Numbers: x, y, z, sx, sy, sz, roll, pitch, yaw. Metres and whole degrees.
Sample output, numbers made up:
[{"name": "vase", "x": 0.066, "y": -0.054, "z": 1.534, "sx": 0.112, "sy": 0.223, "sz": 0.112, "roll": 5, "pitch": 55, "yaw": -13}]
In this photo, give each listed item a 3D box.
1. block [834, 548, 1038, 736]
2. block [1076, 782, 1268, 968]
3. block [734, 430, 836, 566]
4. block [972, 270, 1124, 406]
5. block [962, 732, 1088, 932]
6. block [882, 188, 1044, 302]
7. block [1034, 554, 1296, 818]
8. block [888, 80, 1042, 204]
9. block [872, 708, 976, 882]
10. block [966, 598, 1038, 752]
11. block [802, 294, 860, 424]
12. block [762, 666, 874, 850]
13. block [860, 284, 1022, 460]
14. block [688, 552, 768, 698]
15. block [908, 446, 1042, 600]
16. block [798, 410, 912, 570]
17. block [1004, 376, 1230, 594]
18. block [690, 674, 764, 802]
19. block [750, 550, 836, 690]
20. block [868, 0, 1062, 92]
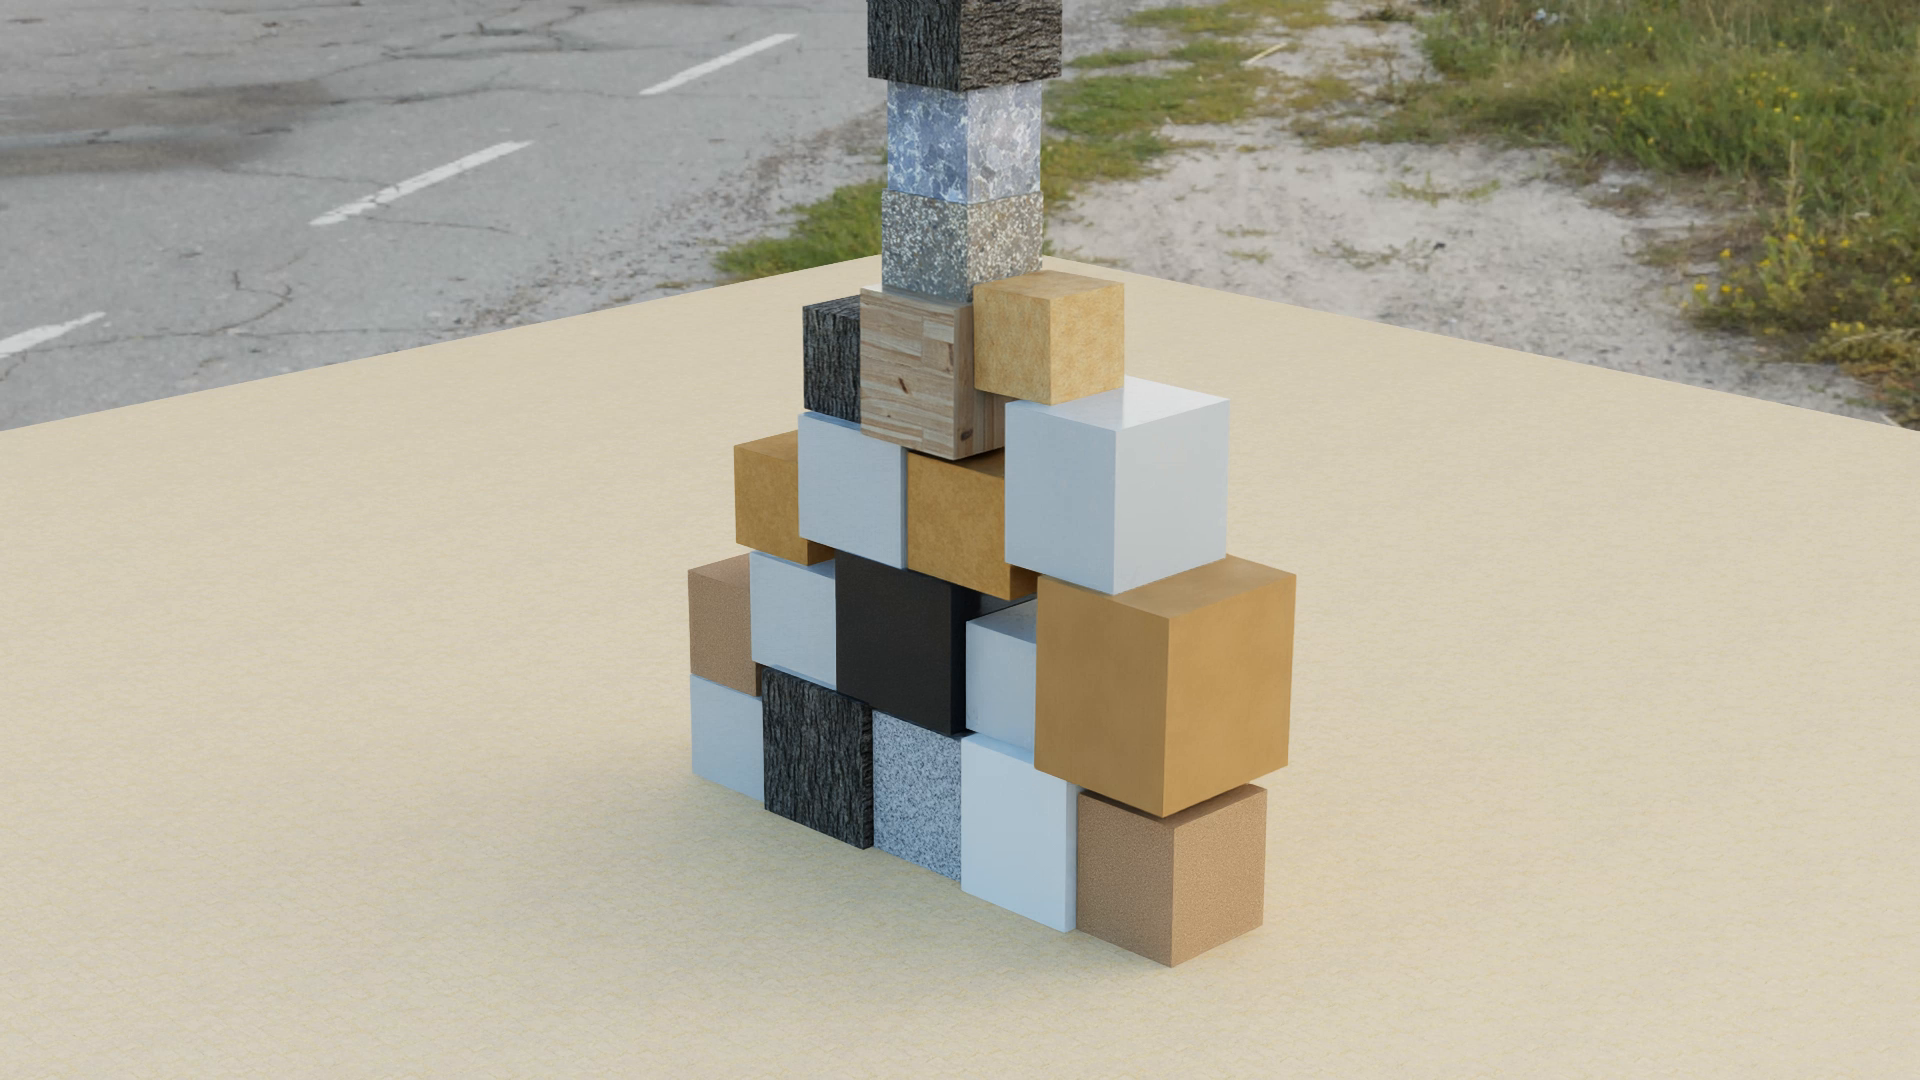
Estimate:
[{"name": "block", "x": -0.061, "y": 0.385, "z": 13.534, "sx": 0.699, "sy": 0.706, "sz": 0.755, "roll": -17, "pitch": 24, "yaw": -42}, {"name": "block", "x": 0.924, "y": 1.398, "z": 12.821, "sx": 0.615, "sy": 0.645, "sz": 0.552, "roll": -17, "pitch": 24, "yaw": -42}, {"name": "block", "x": -0.693, "y": -0.223, "z": 14.014, "sx": 0.570, "sy": 0.485, "sz": 0.511, "roll": -17, "pitch": 24, "yaw": -42}, {"name": "block", "x": 0.384, "y": -0.879, "z": 12.641, "sx": 0.464, "sy": 0.453, "sz": 0.456, "roll": -17, "pitch": 23, "yaw": -42}, {"name": "block", "x": 0.478, "y": 1.231, "z": 13.200, "sx": 0.694, "sy": 0.736, "sz": 0.641, "roll": -17, "pitch": 24, "yaw": -42}, {"name": "block", "x": 0.009, "y": -1.332, "z": 12.915, "sx": 0.469, "sy": 0.423, "sz": 0.533, "roll": -17, "pitch": 24, "yaw": -42}, {"name": "block", "x": 0.880, "y": 0.570, "z": 12.620, "sx": 0.825, "sy": 0.880, "sz": 0.741, "roll": -17, "pitch": 25, "yaw": -42}, {"name": "block", "x": 0.018, "y": -1.771, "z": 12.783, "sx": 0.451, "sy": 0.494, "sz": 0.493, "roll": -17, "pitch": 24, "yaw": -42}, {"name": "block", "x": 0.035, "y": 1.114, "z": 13.654, "sx": 0.617, "sy": 0.687, "sz": 0.627, "roll": -17, "pitch": 24, "yaw": -42}, {"name": "block", "x": 0.414, "y": 0.605, "z": 13.122, "sx": 0.547, "sy": 0.506, "sz": 0.549, "roll": -17, "pitch": 24, "yaw": -42}, {"name": "block", "x": -0.357, "y": -0.840, "z": 13.479, "sx": 0.527, "sy": 0.482, "sz": 0.501, "roll": -17, "pitch": 24, "yaw": -42}, {"name": "block", "x": -0.440, "y": 0.955, "z": 14.101, "sx": 0.735, "sy": 0.723, "sz": 0.697, "roll": -17, "pitch": 24, "yaw": -42}, {"name": "block", "x": 0.010, "y": -0.802, "z": 13.053, "sx": 0.690, "sy": 0.671, "sz": 0.587, "roll": -17, "pitch": 24, "yaw": -42}, {"name": "block", "x": -0.953, "y": 0.392, "z": 14.466, "sx": 0.587, "sy": 0.535, "sz": 0.491, "roll": -17, "pitch": 24, "yaw": -42}, {"name": "block", "x": 0.202, "y": -0.126, "z": 13.083, "sx": 0.596, "sy": 0.543, "sz": 0.639, "roll": -17, "pitch": 24, "yaw": -42}, {"name": "block", "x": -0.273, "y": -0.292, "z": 13.526, "sx": 0.655, "sy": 0.589, "sz": 0.681, "roll": -17, "pitch": 24, "yaw": -42}, {"name": "block", "x": 0.672, "y": -0.252, "z": 12.573, "sx": 0.725, "sy": 0.707, "sz": 0.632, "roll": -17, "pitch": 24, "yaw": -42}, {"name": "block", "x": -0.905, "y": 0.912, "z": 14.574, "sx": 0.621, "sy": 0.521, "sz": 0.597, "roll": -17, "pitch": 24, "yaw": -42}, {"name": "block", "x": -0.554, "y": 0.314, "z": 14.026, "sx": 0.650, "sy": 0.546, "sz": 0.613, "roll": -17, "pitch": 24, "yaw": -42}, {"name": "block", "x": 0.022, "y": -2.257, "z": 12.630, "sx": 0.618, "sy": 0.524, "sz": 0.569, "roll": -17, "pitch": 24, "yaw": -42}]
